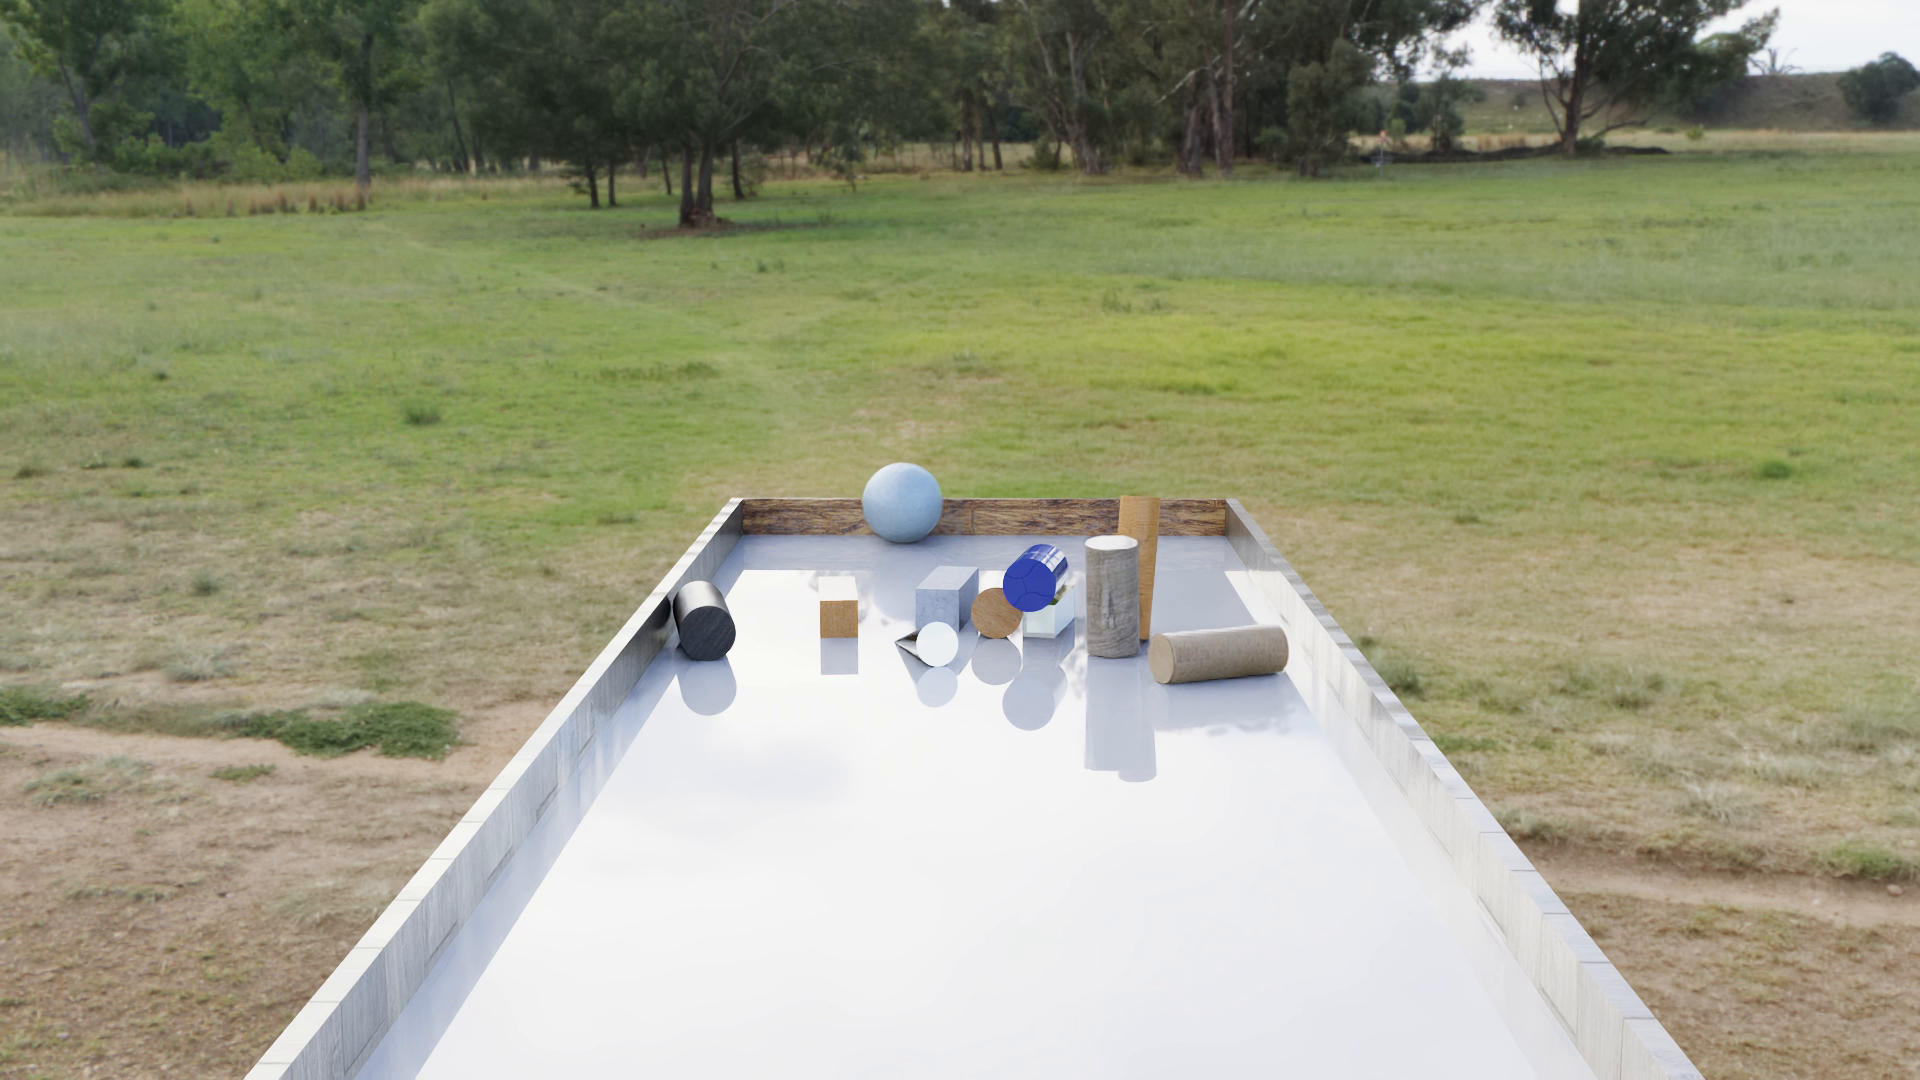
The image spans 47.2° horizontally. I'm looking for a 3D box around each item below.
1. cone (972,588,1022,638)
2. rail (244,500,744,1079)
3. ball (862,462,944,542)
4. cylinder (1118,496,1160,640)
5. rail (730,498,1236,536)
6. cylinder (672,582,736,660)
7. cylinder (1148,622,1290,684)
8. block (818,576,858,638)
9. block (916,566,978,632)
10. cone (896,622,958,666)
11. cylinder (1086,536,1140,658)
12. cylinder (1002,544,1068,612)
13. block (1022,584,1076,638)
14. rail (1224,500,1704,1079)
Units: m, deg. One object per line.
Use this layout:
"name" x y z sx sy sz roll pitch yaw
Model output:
"cone" 0.104 0.242 7.227 0.164 0.164 0.401 -1 -3 -4
"rail" -1.004 0.839 3.234 0.050 0.150 12.000 0 9 1
"ball" -0.231 -0.153 8.927 0.327 0.327 0.327 0 9 0
"cylinder" 0.556 0.087 6.976 0.127 0.449 0.127 5 0 0
"rail" 0.099 -0.098 9.147 2.100 0.150 0.050 0 9 1
"cylinder" -0.803 0.250 6.884 0.172 0.172 0.433 -2 9 -10
"cylinder" 0.759 0.331 6.449 0.389 0.147 0.147 -4 10 -24
"block" -0.402 0.218 7.243 0.122 0.122 0.439 -1 9 -4
"block" -0.040 0.195 7.327 0.142 0.142 0.441 1 9 9
"cone" -0.139 0.318 6.792 0.134 0.134 0.390 -4 0 -21
"cylinder" 0.468 0.174 6.744 0.162 0.347 0.162 -2 16 1
"cylinder" 0.244 0.120 7.035 0.170 0.170 0.303 2 9 10
"block" 0.293 0.231 7.214 0.106 0.106 0.371 2 9 13
"rail" 1.046 0.843 3.208 0.050 0.150 12.000 0 9 1
